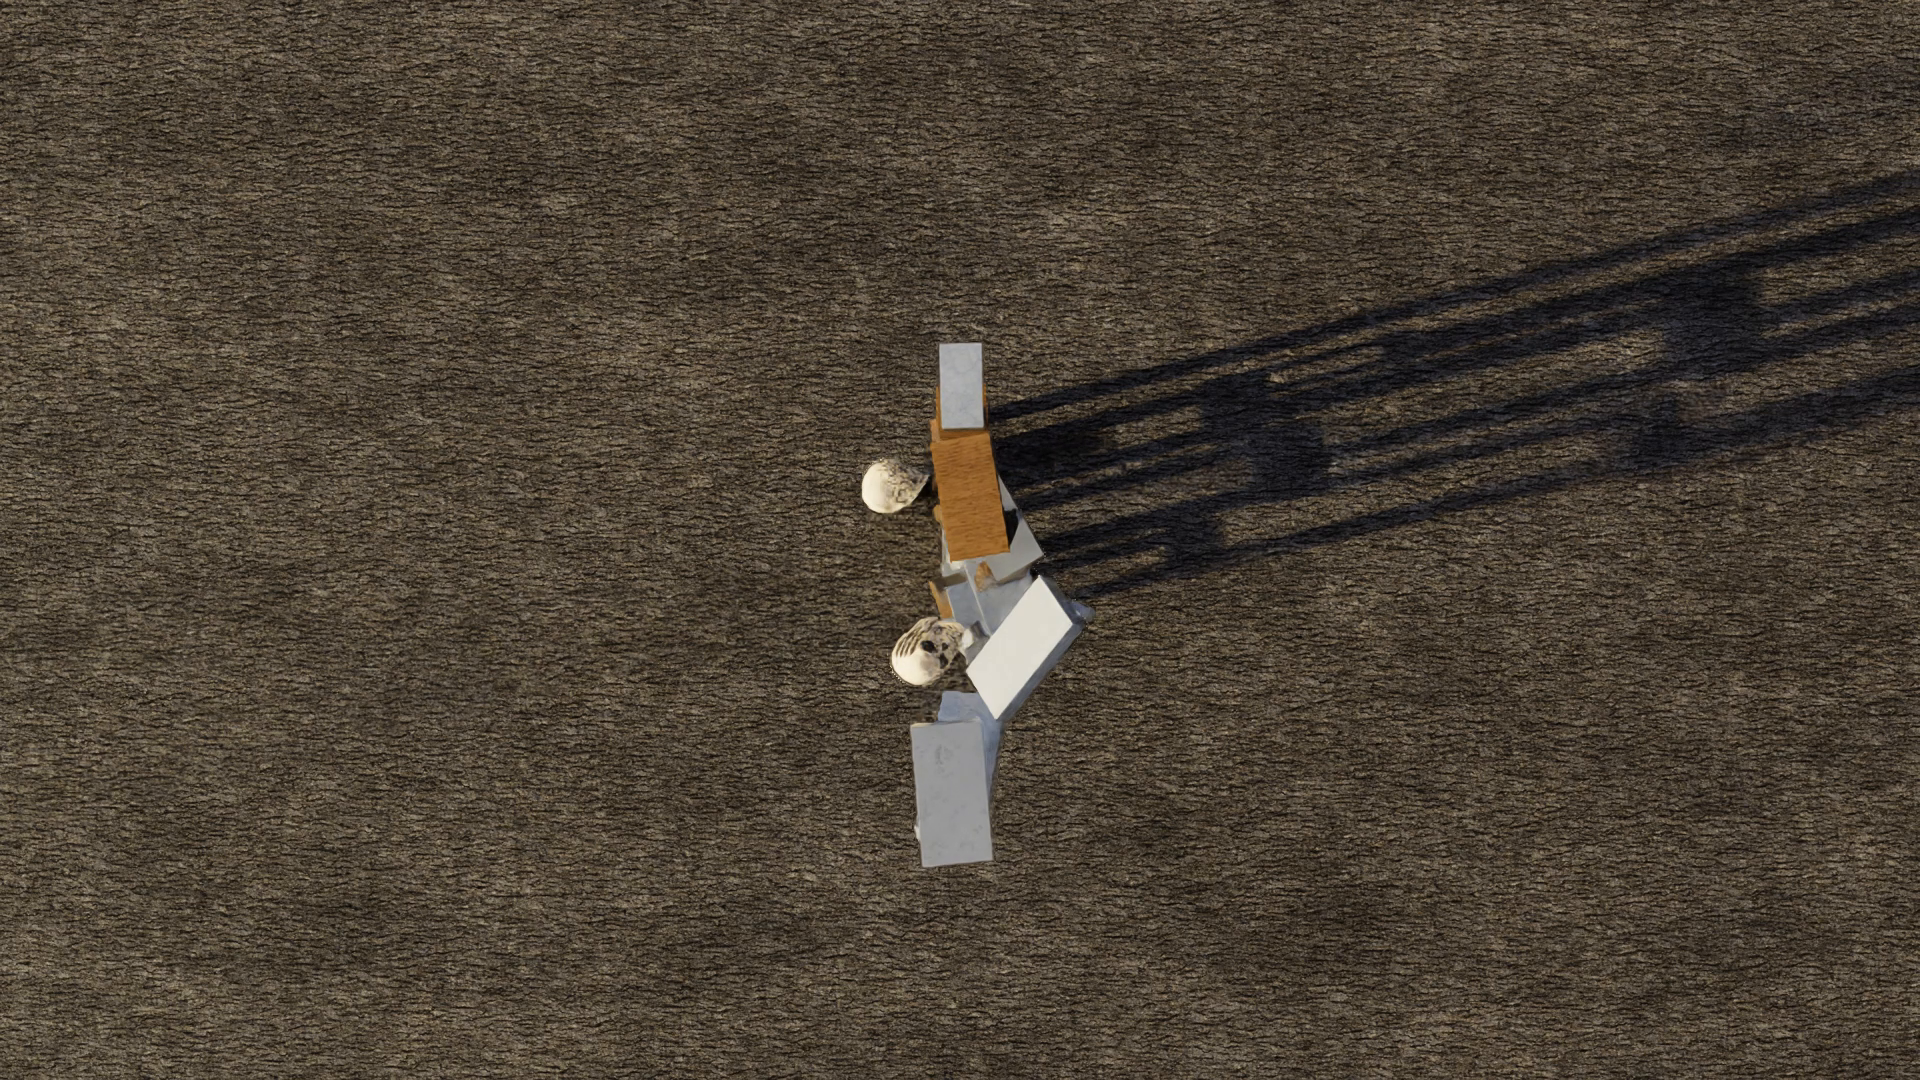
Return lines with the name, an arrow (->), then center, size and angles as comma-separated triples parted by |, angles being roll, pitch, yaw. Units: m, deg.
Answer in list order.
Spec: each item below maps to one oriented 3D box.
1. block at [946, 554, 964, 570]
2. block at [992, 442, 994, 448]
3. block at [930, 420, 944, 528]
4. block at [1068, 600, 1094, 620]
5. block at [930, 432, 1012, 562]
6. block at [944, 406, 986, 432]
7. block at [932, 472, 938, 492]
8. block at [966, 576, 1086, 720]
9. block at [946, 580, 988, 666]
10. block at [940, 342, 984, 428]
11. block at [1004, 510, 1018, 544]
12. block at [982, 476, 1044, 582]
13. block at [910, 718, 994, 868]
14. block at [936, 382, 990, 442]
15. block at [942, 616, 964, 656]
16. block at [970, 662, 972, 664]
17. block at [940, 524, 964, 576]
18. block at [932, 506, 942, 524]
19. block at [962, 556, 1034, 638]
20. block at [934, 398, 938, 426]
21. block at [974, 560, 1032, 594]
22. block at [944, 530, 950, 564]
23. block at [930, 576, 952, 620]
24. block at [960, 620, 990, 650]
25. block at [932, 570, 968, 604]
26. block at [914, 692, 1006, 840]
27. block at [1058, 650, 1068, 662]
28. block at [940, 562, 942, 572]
block -> 0.059, 0.033, 4.722 | 0.162, 0.323, 0.046 | -19, 89, -6
block -> 0.014, -0.213, 4.080 | 0.141, 0.328, 0.040 | -3, 92, 1
block -> 0.008, -0.190, 4.566 | 0.149, 0.042, 0.299 | -7, 89, -1
block -> 0.265, 0.177, 4.443 | 0.173, 0.086, 0.024 | 19, 104, 26
block -> 0.025, -0.100, 3.889 | 0.141, 0.040, 0.283 | -10, 90, 7
block -> 0.010, -0.303, 4.149 | 0.103, 0.205, 0.029 | -4, 87, -1
block -> -0.007, -0.181, 5.097 | 0.148, 0.337, 0.042 | 0, 89, -3
block -> 0.164, 0.278, 4.210 | 0.348, 0.049, 0.174 | -54, 49, 26
block -> 0.048, 0.243, 4.964 | 0.121, 0.034, 0.243 | -16, 92, -8
block -> 0.004, -0.377, 4.032 | 0.103, 0.029, 0.205 | -1, 89, 0
block -> 0.063, -0.022, 4.049 | 0.141, 0.283, 0.040 | -11, 98, 7
block -> 0.087, -0.047, 4.220 | 0.137, 0.039, 0.274 | -30, 90, -2
block -> -0.021, 0.624, 4.085 | 0.174, 0.049, 0.348 | -5, 94, -3
block -> 0.011, -0.273, 4.269 | 0.129, 0.037, 0.258 | -4, 88, -1
block -> 0.035, 0.288, 5.140 | 0.121, 0.319, 0.034 | -17, 105, -8
block -> 0.112, 0.321, 4.642 | 0.086, 0.602, 0.024 | -21, 85, -10
block -> 0.002, 0.006, 5.243 | 0.119, 0.034, 0.238 | -2, 90, -2
block -> 0.000, -0.081, 4.734 | 0.149, 0.299, 0.042 | -8, 89, -2
block -> 0.116, 0.119, 4.541 | 0.162, 0.046, 0.323 | -20, 92, -6
block -> 0.000, -0.349, 4.420 | 0.129, 0.258, 0.037 | -6, 85, -1
block -> 0.114, 0.080, 4.379 | 0.137, 0.274, 0.039 | -19, 80, -7
block -> 0.020, -0.084, 4.908 | 0.148, 0.042, 0.296 | -6, 90, -3
block -> -0.031, 0.201, 5.311 | 0.086, 0.024, 0.172 | -19, 90, -4
block -> 0.107, 0.254, 4.759 | 0.162, 0.384, 0.046 | -16, 83, -9
block -> -0.013, 0.143, 5.100 | 0.122, 0.243, 0.034 | -16, 99, -5
block -> 0.008, 0.588, 4.322 | 0.174, 0.463, 0.049 | 2, 133, 10
block -> 0.195, 0.317, 4.388 | 0.173, 0.086, 0.024 | -10, 71, -17
block -> 0.000, 0.090, 5.379 | 0.119, 0.238, 0.034 | 1, 89, -2
